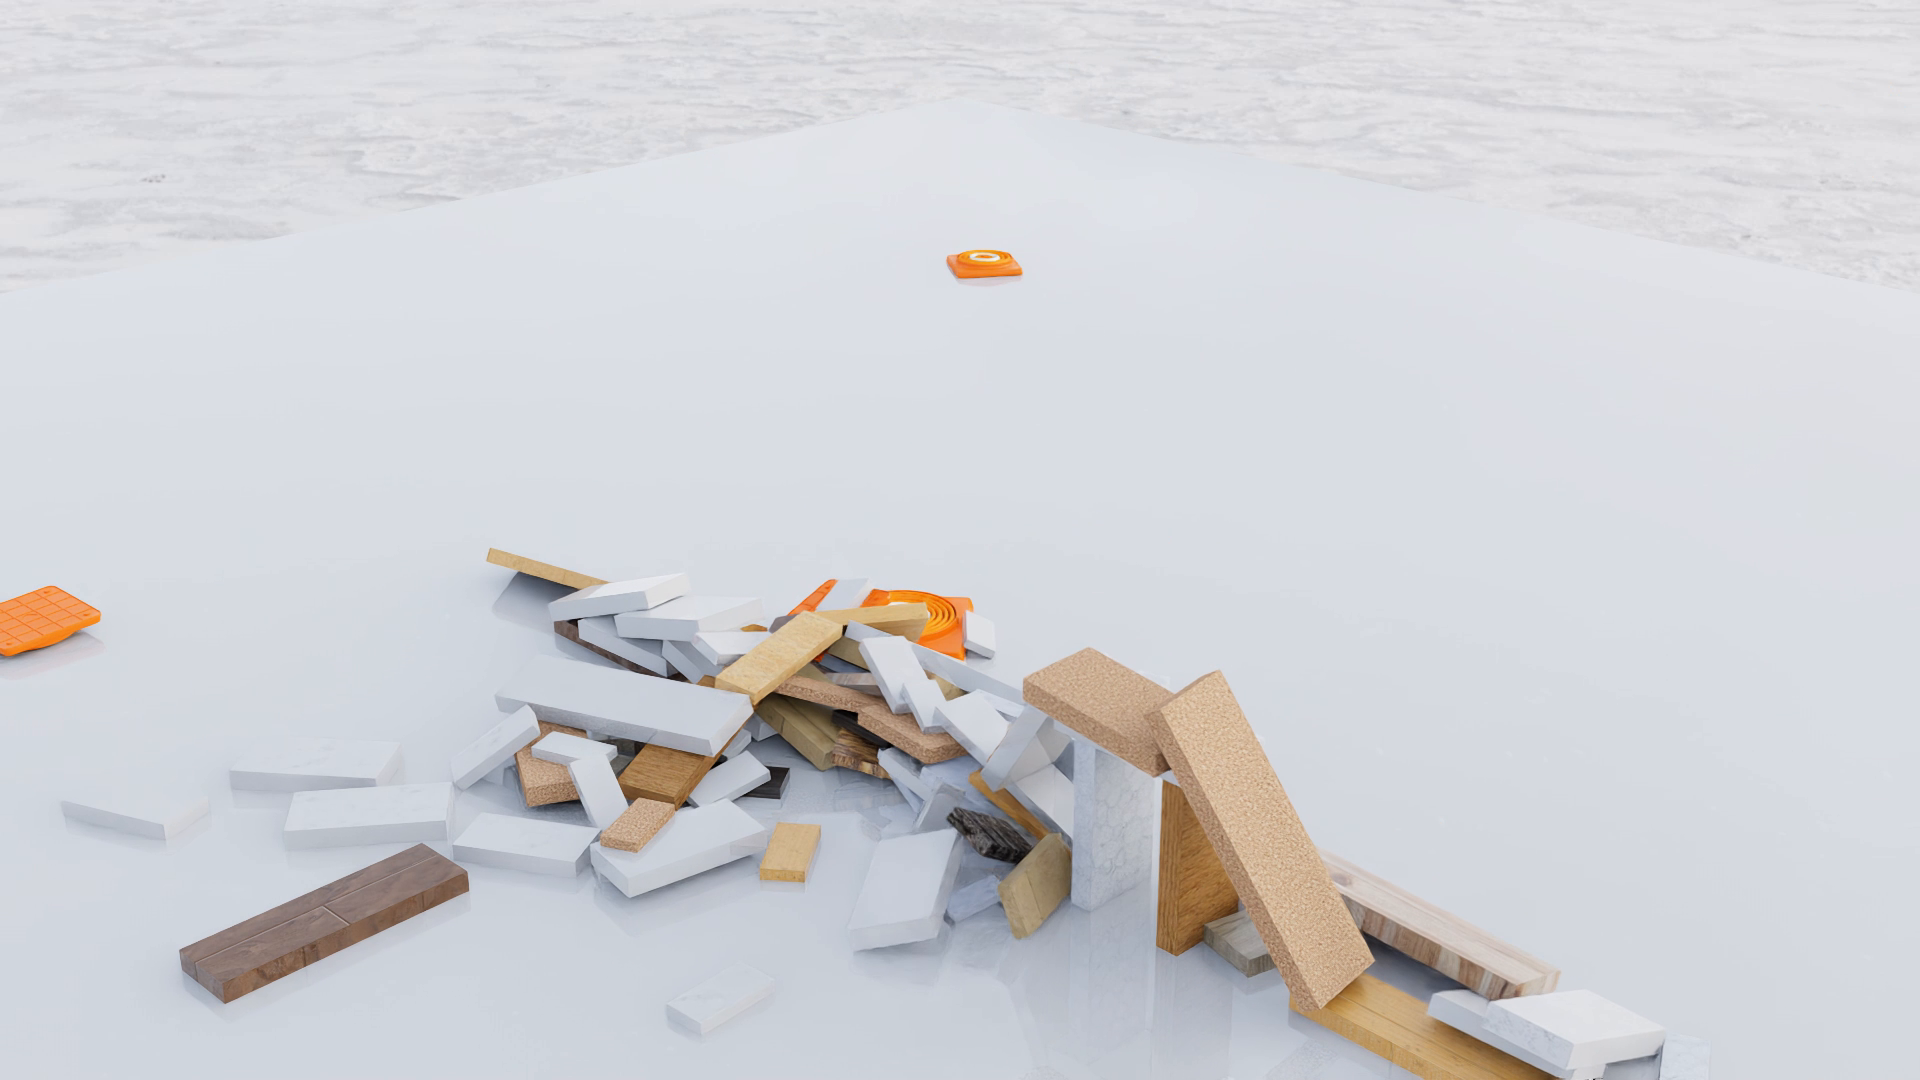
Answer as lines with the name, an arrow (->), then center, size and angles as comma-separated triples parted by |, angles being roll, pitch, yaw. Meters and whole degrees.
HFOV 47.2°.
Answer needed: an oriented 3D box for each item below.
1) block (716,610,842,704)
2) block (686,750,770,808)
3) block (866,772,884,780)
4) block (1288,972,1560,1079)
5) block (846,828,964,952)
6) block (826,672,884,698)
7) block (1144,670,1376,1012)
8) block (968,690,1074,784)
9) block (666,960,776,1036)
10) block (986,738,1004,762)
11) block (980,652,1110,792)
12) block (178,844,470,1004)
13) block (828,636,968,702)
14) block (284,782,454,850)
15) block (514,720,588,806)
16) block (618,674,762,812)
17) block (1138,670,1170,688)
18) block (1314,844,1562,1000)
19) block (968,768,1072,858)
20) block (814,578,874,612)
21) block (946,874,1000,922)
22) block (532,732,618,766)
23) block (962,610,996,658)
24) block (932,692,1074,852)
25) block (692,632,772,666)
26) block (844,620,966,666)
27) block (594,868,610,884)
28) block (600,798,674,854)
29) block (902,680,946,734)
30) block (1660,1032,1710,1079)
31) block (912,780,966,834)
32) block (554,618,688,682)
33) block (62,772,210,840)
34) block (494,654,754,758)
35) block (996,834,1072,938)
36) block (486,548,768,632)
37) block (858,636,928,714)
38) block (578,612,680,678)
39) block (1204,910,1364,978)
block -> -0.384, 0.248, 4.706 | 0.099, 0.028, 0.342 | 21, 32, 22
block -> -0.480, 0.497, 4.500 | 0.166, 0.024, 0.083 | -27, 43, -29
block -> -0.096, 0.429, 4.719 | 0.088, 0.025, 0.317 | 17, 29, 35
block -> 0.854, 0.874, 3.653 | 0.134, 0.038, 0.667 | -21, 31, -40
block -> -0.098, 0.650, 4.116 | 0.160, 0.045, 0.320 | -12, 20, 14
block -> -0.193, 0.325, 4.764 | 0.100, 0.028, 0.259 | 36, -21, -27
block -> 0.518, 0.517, 3.796 | 0.167, 0.577, 0.047 | -29, 1, -39
block -> 0.177, 0.447, 4.489 | 0.405, 0.170, 0.048 | 18, 29, 37
block -> -0.417, 0.800, 3.845 | 0.088, 0.025, 0.175 | 19, 30, 38
block -> 0.113, 0.390, 4.304 | 0.075, 0.149, 0.021 | -21, 66, -39
block -> 0.170, 0.352, 4.211 | 0.167, 0.335, 0.047 | -23, 66, -36
block -> -1.165, 0.700, 4.057 | 0.152, 0.043, 0.510 | 20, 30, 39
block -> -0.122, 0.300, 4.817 | 0.339, 0.048, 0.170 | 19, -10, 47
block -> -1.181, 0.552, 4.404 | 0.311, 0.044, 0.156 | -3, 23, -7
block -> -0.842, 0.451, 4.565 | 0.152, 0.043, 0.303 | -7, 24, -16
block -> -0.559, 0.417, 4.567 | 0.137, 0.039, 0.372 | 11, 37, 21
block -> 0.357, 0.379, 4.841 | 0.075, 0.021, 0.378 | 11, 25, 25
block -> 0.775, 0.676, 4.017 | 0.638, 0.045, 0.160 | 25, 17, 40
block -> 0.136, 0.532, 4.332 | 0.072, 0.020, 0.284 | -19, 40, -37
block -> -0.286, 0.159, 5.108 | 0.093, 0.026, 0.186 | -4, 34, 36
block -> 0.027, 0.672, 4.125 | 0.120, 0.017, 0.060 | -23, 30, -21
block -> -0.793, 0.435, 4.520 | 0.157, 0.022, 0.078 | 10, 25, 23
block -> 0.044, 0.221, 5.165 | 0.075, 0.021, 0.149 | 24, 23, -11
block -> 0.135, 0.466, 4.359 | 0.106, 0.030, 0.483 | -17, 44, -36
block -> -0.471, 0.235, 4.764 | 0.199, 0.028, 0.099 | 1, 25, -42
block -> -0.120, 0.245, 4.919 | 0.137, 0.039, 0.275 | 18, -4, 38
block -> -0.625, 0.620, 4.270 | 0.167, 0.024, 0.083 | -9, 25, -20
block -> -0.624, 0.552, 4.261 | 0.078, 0.022, 0.157 | 8, 24, 19
block -> -0.063, 0.342, 4.520 | 0.072, 0.020, 0.143 | -2, 37, -22
block -> 1.208, 0.877, 3.666 | 0.075, 0.021, 0.149 | 8, 24, 18
block -> -0.042, 0.536, 4.325 | 0.060, 0.120, 0.017 | 24, 6, -28
block -> -0.760, 0.236, 5.148 | 0.428, 0.043, 0.153 | 21, 31, 40
block -> -1.667, 0.537, 4.449 | 0.257, 0.036, 0.129 | 9, 25, 20
block -> -0.713, 0.345, 4.635 | 0.556, 0.044, 0.156 | 8, 36, 27
block -> 0.145, 0.644, 4.103 | 0.030, 0.106, 0.212 | -11, 15, 33
block -> -0.816, 0.130, 5.330 | 0.780, 0.036, 0.129 | 14, -4, 30
block -> -0.128, 0.282, 4.623 | 0.100, 0.028, 0.201 | -3, 41, -28
block -> -0.720, 0.225, 5.063 | 0.307, 0.043, 0.153 | 19, 30, 38
block -> 0.595, 0.714, 4.029 | 0.268, 0.038, 0.134 | -13, 26, -28
